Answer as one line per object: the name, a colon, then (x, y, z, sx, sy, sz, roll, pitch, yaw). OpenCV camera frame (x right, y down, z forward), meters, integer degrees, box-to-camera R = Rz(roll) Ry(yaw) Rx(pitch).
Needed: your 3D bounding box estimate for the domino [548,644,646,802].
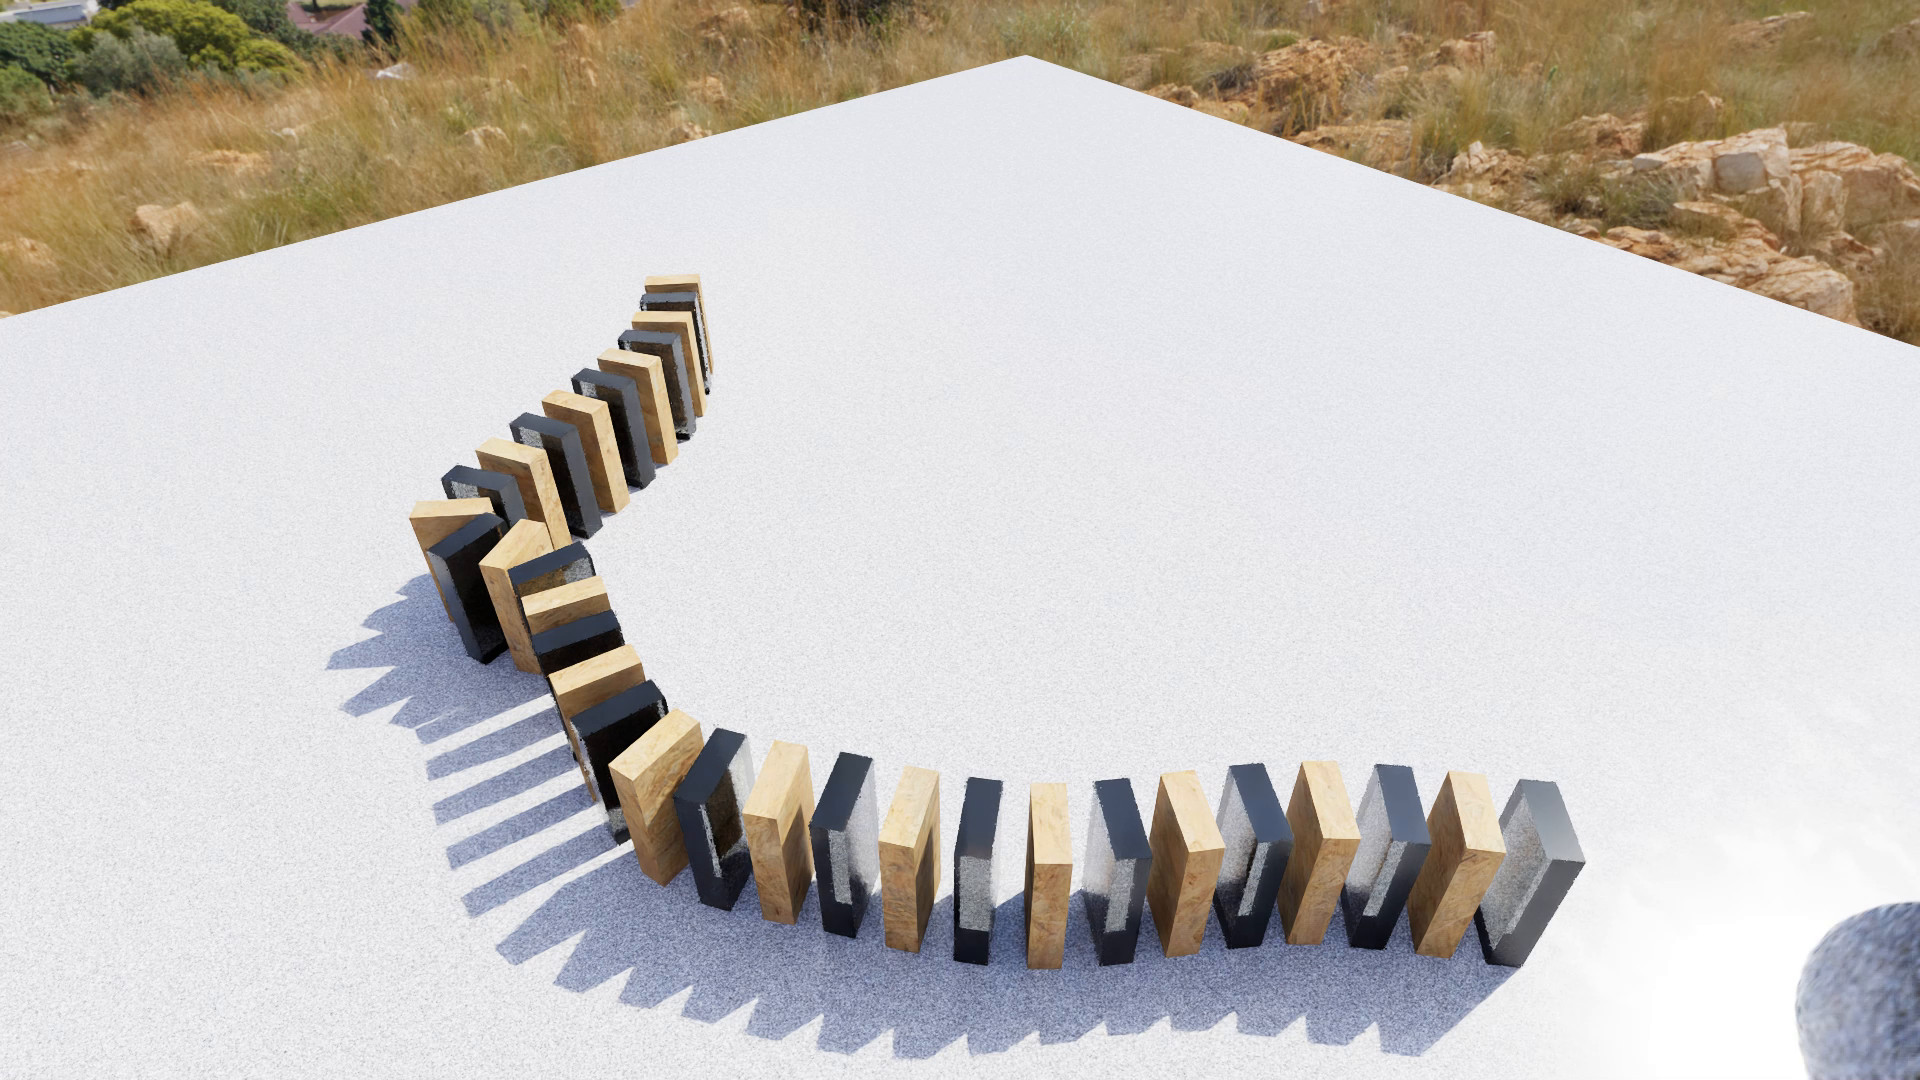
domino: (-0.108, 0.057, 0.341, 0.025, 0.050, 0.010, -22, 44, -24)

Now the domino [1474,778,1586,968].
domino: (0.153, 0.091, 0.300, 0.009, 0.050, 0.025, 4, 40, 5)

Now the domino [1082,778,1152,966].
domino: (0.042, 0.091, 0.300, 0.009, 0.050, 0.025, -4, 40, -5)

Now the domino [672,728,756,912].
domino: (-0.067, 0.080, 0.314, 0.009, 0.050, 0.025, 11, 41, 13)

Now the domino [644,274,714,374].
domino: (-0.137, -0.105, 0.539, 0.025, 0.050, 0.010, -4, 40, -5)

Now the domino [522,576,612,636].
domino: (-0.126, 0.037, 0.366, 0.025, 0.050, 0.009, -17, 42, -20)

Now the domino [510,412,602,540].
domino: (-0.162, -0.025, 0.442, 0.025, 0.050, 0.010, 15, 42, 18)

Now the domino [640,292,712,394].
domino: (-0.135, -0.093, 0.525, 0.025, 0.050, 0.010, -3, 39, -4)

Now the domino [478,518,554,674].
domino: (-0.151, 0.020, 0.387, 0.010, 0.050, 0.025, 10, 40, 12)

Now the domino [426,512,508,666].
domino: (-0.168, 0.018, 0.390, 0.009, 0.050, 0.025, 22, 44, 24)

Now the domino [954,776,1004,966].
domino: (0.005, 0.091, 0.300, 0.009, 0.050, 0.025, 6, 40, 7)

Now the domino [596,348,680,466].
domino: (-0.141, -0.058, 0.482, 0.025, 0.050, 0.010, 12, 41, 14)

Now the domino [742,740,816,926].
domino: (-0.049, 0.083, 0.310, 0.009, 0.050, 0.025, 8, 40, 9)

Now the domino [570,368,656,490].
domino: (-0.147, -0.047, 0.469, 0.025, 0.050, 0.009, 14, 41, 17)

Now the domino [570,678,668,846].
domino: (-0.098, 0.067, 0.329, 0.025, 0.050, 0.009, -26, 46, -28)

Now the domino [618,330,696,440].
domino: (-0.136, -0.069, 0.496, 0.025, 0.050, 0.009, 6, 40, 7)

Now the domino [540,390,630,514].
domino: (-0.154, -0.036, 0.456, 0.025, 0.050, 0.010, 15, 42, 18)

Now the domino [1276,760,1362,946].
domino: (0.097, 0.087, 0.305, 0.009, 0.050, 0.025, 1, 39, 1)

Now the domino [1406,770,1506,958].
domino: (0.134, 0.090, 0.302, 0.010, 0.050, 0.025, 5, 40, 7)

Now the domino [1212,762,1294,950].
domino: (0.079, 0.088, 0.304, 0.009, 0.050, 0.025, -4, 39, -5)

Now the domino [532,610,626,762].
domino: (-0.118, 0.047, 0.354, 0.025, 0.050, 0.010, -19, 43, -22)

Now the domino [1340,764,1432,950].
domino: (0.116, 0.088, 0.304, 0.009, 0.050, 0.025, 4, 39, 5)

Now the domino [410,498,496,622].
domino: (-0.179, 0.008, 0.402, 0.025, 0.050, 0.009, -3, 39, -4)

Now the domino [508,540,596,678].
domino: (-0.136, 0.027, 0.379, 0.025, 0.050, 0.009, -26, 46, -28)

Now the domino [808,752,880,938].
domino: (-0.031, 0.086, 0.307, 0.010, 0.050, 0.025, 9, 40, 11)

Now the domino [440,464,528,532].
domino: (-0.175, -0.003, 0.416, 0.025, 0.050, 0.010, 11, 41, 13)

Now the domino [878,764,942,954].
domino: (-0.013, 0.089, 0.303, 0.009, 0.050, 0.025, 9, 40, 11)

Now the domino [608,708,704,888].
domino: (-0.084, 0.075, 0.319, 0.010, 0.050, 0.025, 23, 45, 26)

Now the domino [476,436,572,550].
domino: (-0.169, -0.014, 0.429, 0.025, 0.050, 0.009, 14, 41, 17)

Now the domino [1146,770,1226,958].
domino: (0.060, 0.090, 0.302, 0.009, 0.050, 0.025, -5, 40, -7)

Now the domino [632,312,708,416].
domino: (-0.134, -0.081, 0.511, 0.025, 0.050, 0.010, 1, 39, 1)

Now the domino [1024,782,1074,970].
domino: (0.024, 0.092, 0.299, 0.010, 0.050, 0.025, 0, 39, 0)
